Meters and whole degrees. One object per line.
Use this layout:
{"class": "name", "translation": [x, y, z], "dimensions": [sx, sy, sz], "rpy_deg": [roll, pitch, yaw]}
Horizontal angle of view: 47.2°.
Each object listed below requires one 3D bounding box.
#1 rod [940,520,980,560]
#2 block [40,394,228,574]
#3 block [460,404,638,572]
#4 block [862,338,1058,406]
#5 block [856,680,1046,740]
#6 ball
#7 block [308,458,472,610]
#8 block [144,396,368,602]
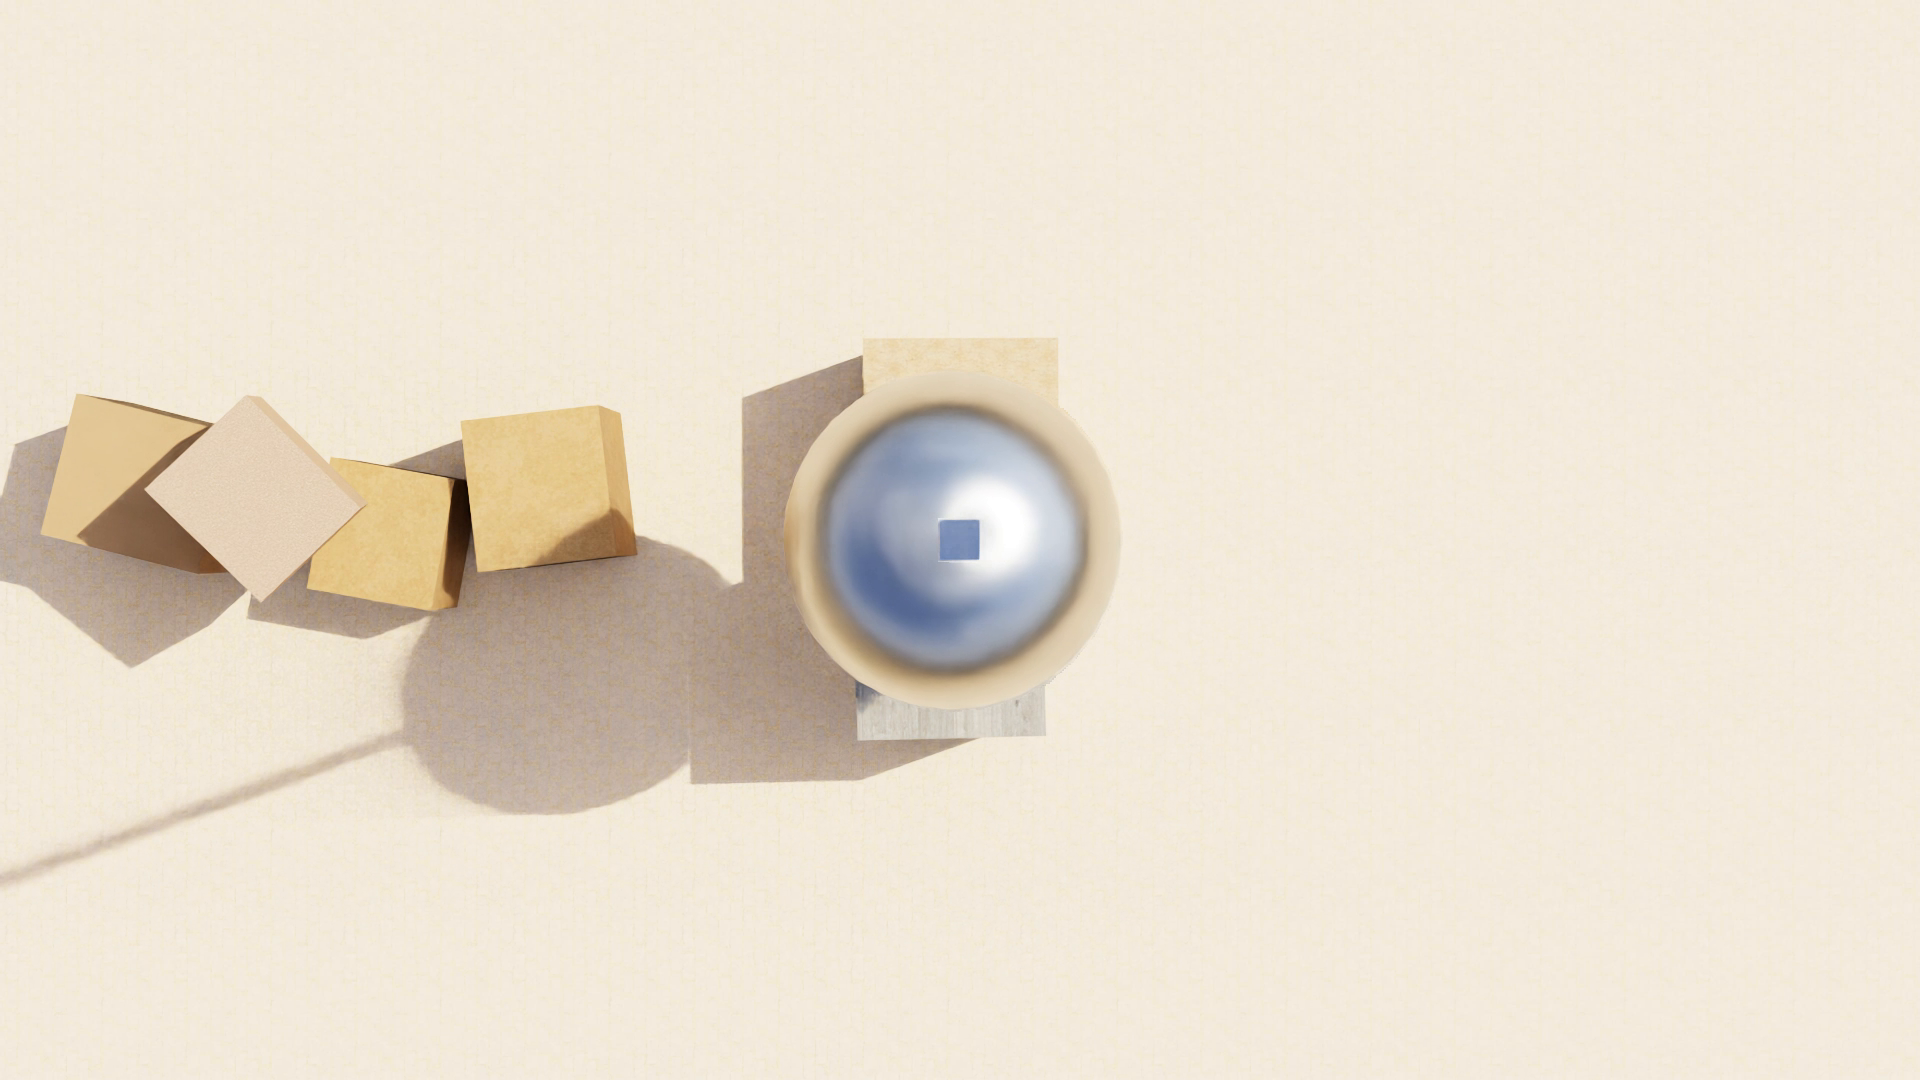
{"class": "rod", "translation": [-0.015, 0.000, 6.977], "dimensions": [0.080, 5.200, 0.080], "rpy_deg": [0, 90, 0]}
{"class": "block", "translation": [-4.561, -0.313, 12.594], "dimensions": [0.899, 0.812, 0.805], "rpy_deg": [14, 90, 0]}
{"class": "block", "translation": [-2.339, -0.286, 12.595], "dimensions": [0.770, 0.810, 0.845], "rpy_deg": [-7, 90, 0]}
{"class": "block", "translation": [0.005, -0.572, 12.554], "dimensions": [1.075, 0.892, 1.080], "rpy_deg": [0, 90, 0]}
{"class": "block", "translation": [-0.056, 0.521, 12.384], "dimensions": [1.009, 1.233, 1.080], "rpy_deg": [-1, 90, 0]}
{"class": "ball", "translation": [-0.035, 0.000, 10.377], "dimensions": [1.600, 1.600, 1.600], "rpy_deg": [0, 90, 0]}
{"class": "block", "translation": [-3.255, -0.035, 12.678], "dimensions": [0.708, 0.644, 0.750], "rpy_deg": [10, 90, 0]}
{"class": "block", "translation": [-3.776, -0.234, 11.878], "dimensions": [0.709, 0.745, 0.825], "rpy_deg": [-45, 100, -6]}
